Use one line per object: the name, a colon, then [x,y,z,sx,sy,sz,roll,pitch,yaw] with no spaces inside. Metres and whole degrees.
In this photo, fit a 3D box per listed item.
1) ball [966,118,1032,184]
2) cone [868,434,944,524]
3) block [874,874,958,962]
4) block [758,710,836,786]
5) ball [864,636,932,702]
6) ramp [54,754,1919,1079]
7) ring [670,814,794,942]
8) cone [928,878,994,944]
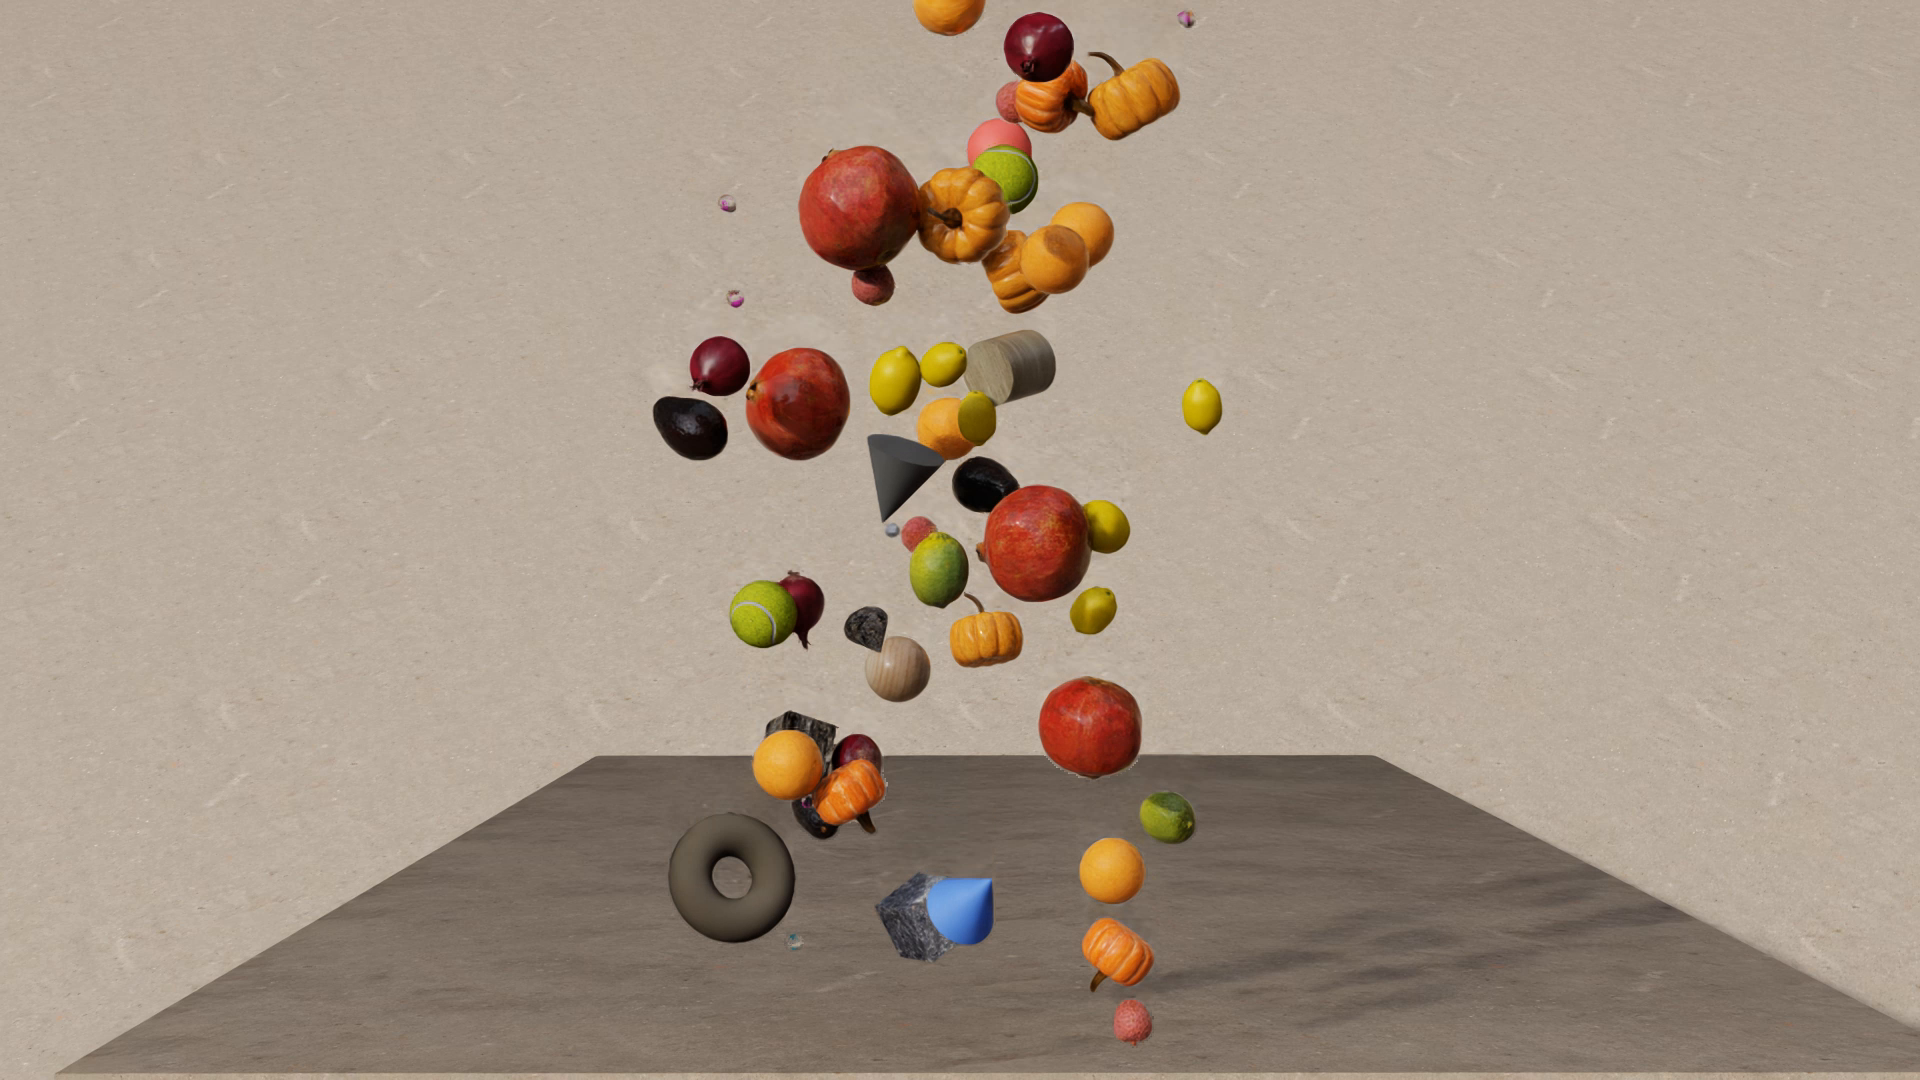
ball: [0.042,-0.417,2.773,0.070,0.070,0.070,0,30,0]
cone: [-0.068,-0.054,2.661,0.083,0.083,0.083,17,18,-5]
block: [-0.038,0.420,2.883,0.067,0.067,0.067,-34,17,-30]
block: [-0.183,0.235,2.907,0.060,0.060,0.060,21,64,-22]
ball: [-0.073,0.151,3.024,0.078,0.078,0.078,0,30,0]
ramp: [0.067,0.601,4.662,2.000,0.100,4.000,0,0,0]
ring: [-0.236,0.349,2.676,0.135,0.045,0.135,8,69,-21]
cone: [0.017,0.369,2.694,0.077,0.077,0.077,16,50,-20]
